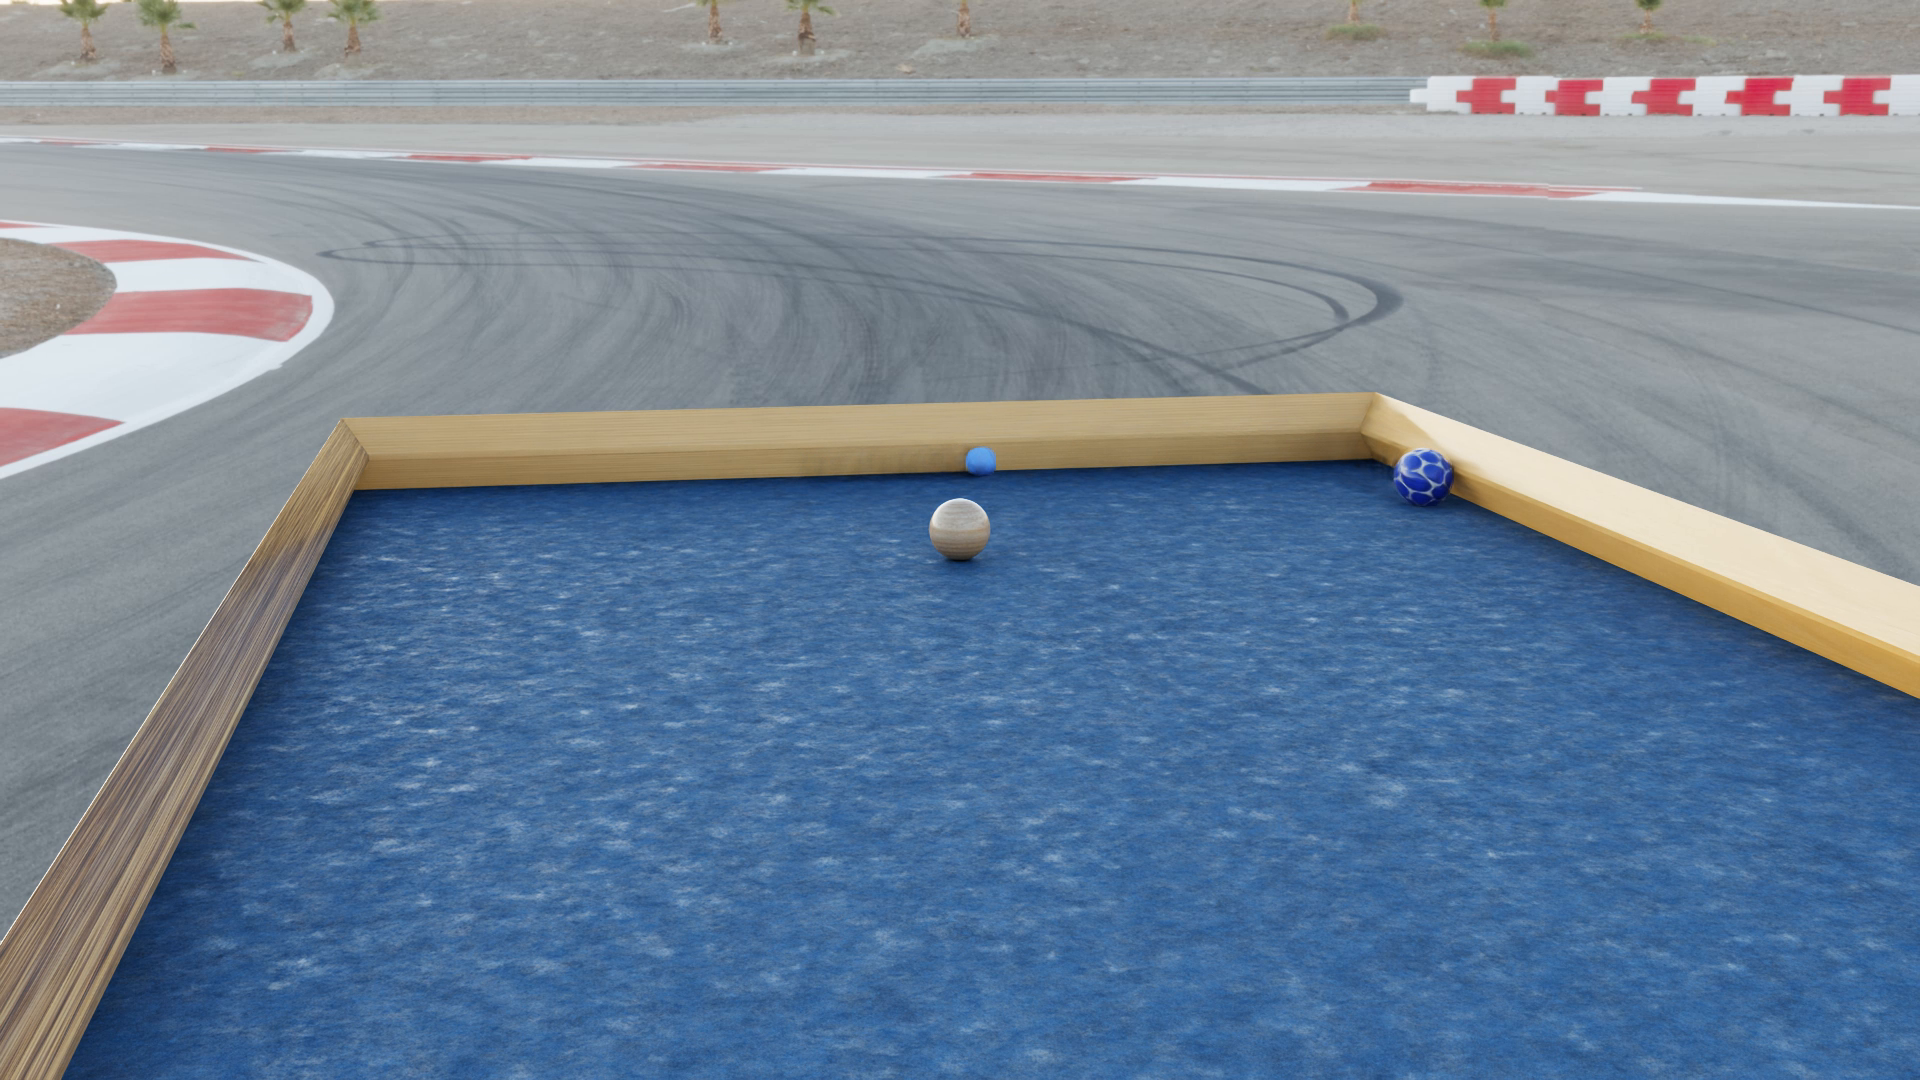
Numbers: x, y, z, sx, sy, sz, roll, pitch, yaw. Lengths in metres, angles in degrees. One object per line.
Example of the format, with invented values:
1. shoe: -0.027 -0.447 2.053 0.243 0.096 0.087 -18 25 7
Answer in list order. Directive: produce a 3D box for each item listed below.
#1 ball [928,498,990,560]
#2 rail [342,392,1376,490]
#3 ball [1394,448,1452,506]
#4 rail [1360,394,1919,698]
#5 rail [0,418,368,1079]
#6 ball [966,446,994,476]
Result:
1. ball: 0.000 -0.015 3.051 0.086 0.086 0.086 0 11 0
2. rail: -0.132 -0.167 3.725 1.775 0.117 0.045 -2 12 -10
3. ball: 0.729 -0.100 3.461 0.090 0.090 0.090 0 11 0
4. rail: 0.985 0.091 2.443 0.045 0.117 3.022 -2 12 -10
5. rail: -0.714 0.152 2.138 0.045 0.117 3.022 -2 12 -10
6. ball: 0.034 -0.133 3.732 0.050 0.050 0.050 0 11 0
